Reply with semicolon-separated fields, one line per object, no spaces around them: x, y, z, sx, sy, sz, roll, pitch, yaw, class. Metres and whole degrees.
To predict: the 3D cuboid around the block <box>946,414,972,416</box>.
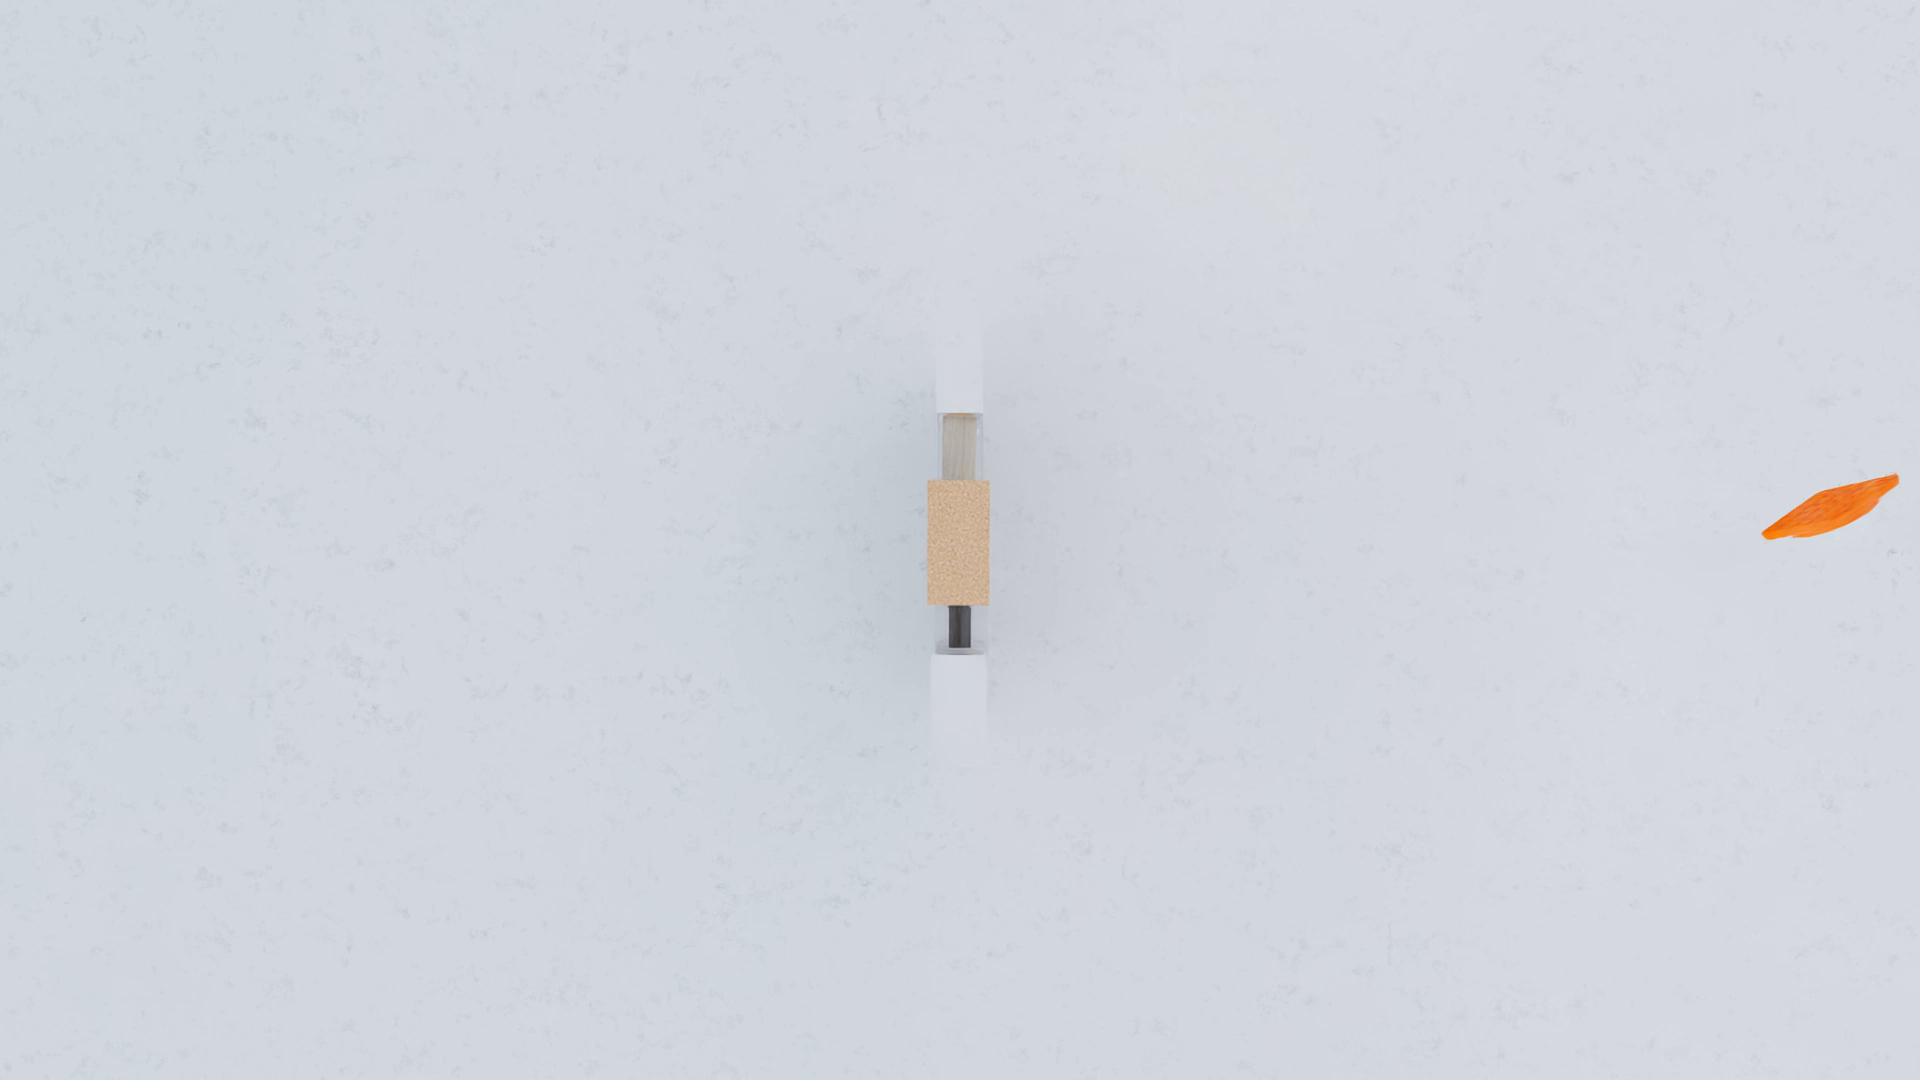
-0.002;-0.411;4.731;0.076;0.022;0.152;0;90;0;block

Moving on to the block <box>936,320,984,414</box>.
-0.002;-0.467;4.451;0.126;0.036;0.251;-1;90;0;block

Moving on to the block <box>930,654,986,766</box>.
-0.004;0.448;4.366;0.145;0.041;0.291;0;90;0;block

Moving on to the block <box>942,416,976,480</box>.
-0.002;-0.244;4.489;0.091;0.026;0.182;1;90;0;block

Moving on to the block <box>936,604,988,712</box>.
0.004;0.336;4.698;0.150;0.043;0.301;0;90;0;block

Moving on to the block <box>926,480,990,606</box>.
-0.004;0.007;4.265;0.161;0.046;0.321;0;90;0;block

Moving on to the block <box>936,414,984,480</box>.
0.000;-0.302;4.913;0.138;0.039;0.276;0;90;0;block

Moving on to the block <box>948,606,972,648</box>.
0.000;0.236;4.546;0.061;0.017;0.122;0;90;0;block
